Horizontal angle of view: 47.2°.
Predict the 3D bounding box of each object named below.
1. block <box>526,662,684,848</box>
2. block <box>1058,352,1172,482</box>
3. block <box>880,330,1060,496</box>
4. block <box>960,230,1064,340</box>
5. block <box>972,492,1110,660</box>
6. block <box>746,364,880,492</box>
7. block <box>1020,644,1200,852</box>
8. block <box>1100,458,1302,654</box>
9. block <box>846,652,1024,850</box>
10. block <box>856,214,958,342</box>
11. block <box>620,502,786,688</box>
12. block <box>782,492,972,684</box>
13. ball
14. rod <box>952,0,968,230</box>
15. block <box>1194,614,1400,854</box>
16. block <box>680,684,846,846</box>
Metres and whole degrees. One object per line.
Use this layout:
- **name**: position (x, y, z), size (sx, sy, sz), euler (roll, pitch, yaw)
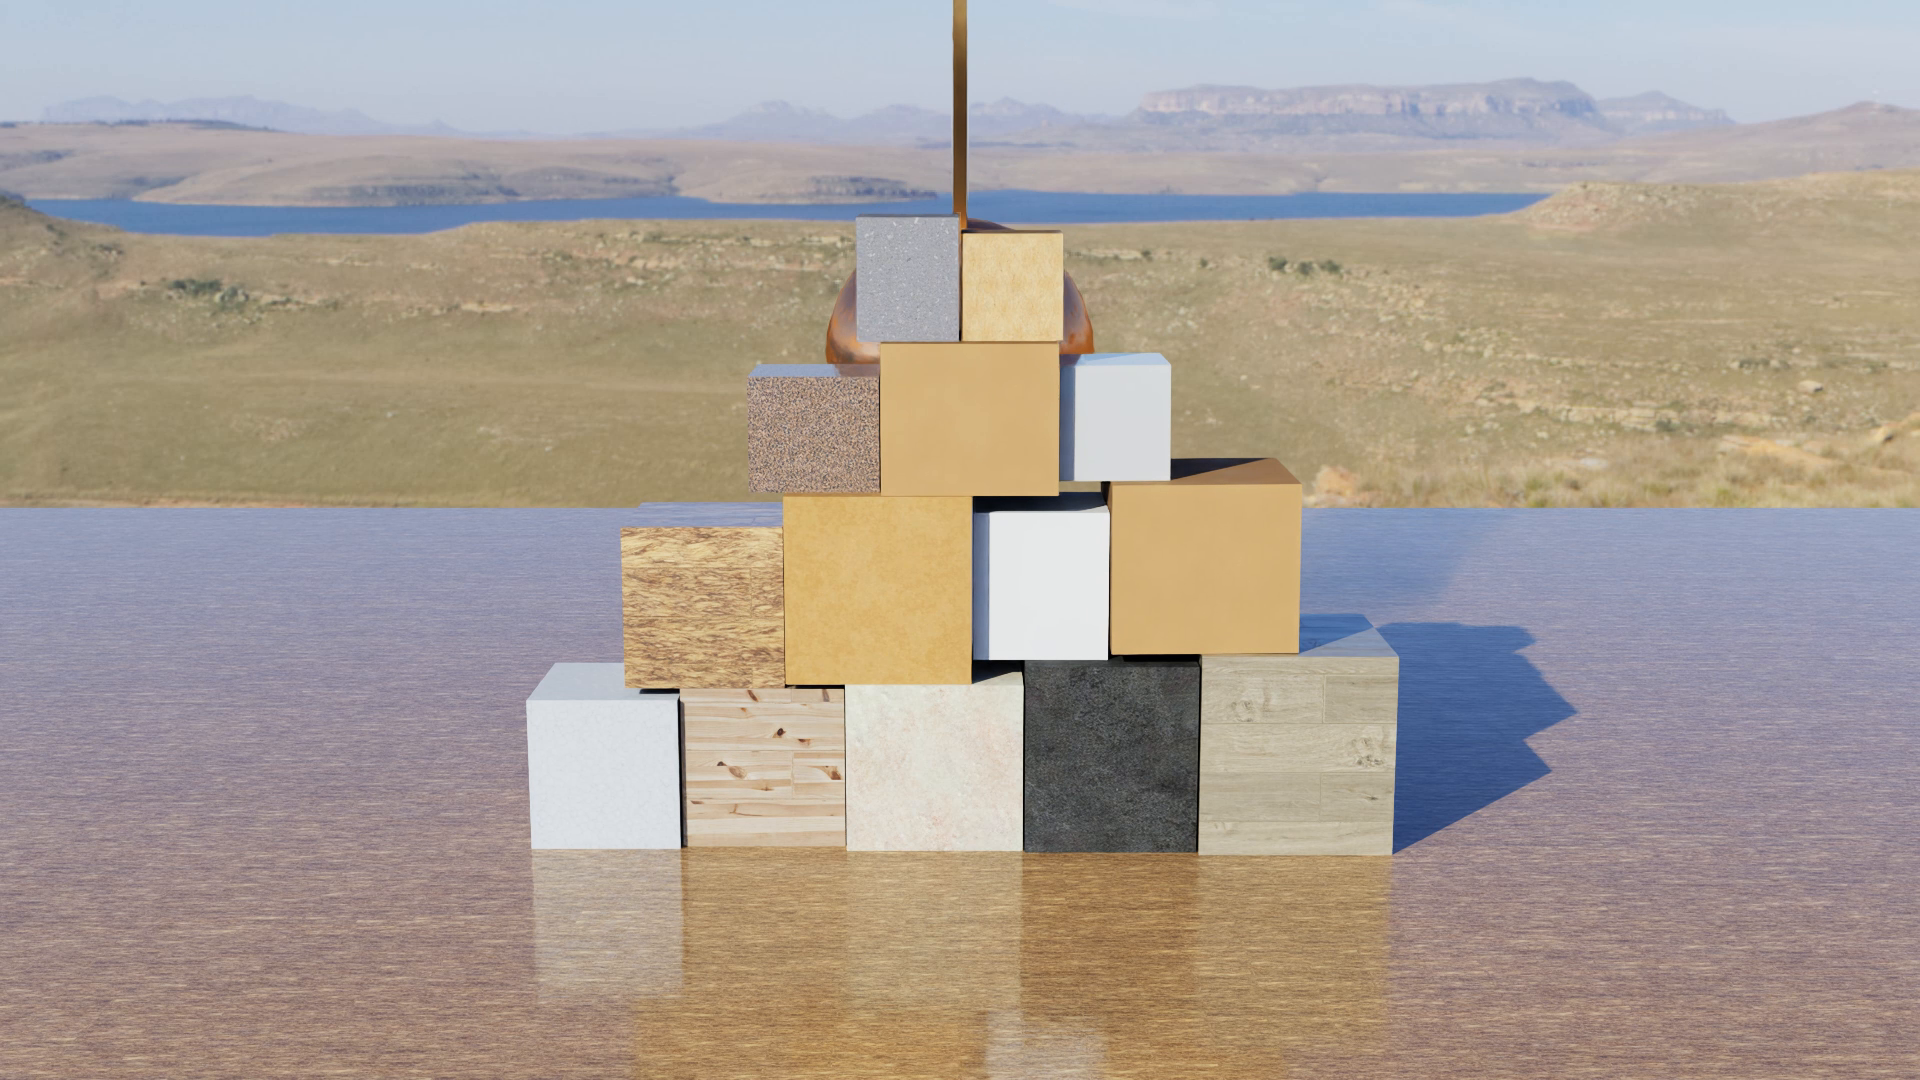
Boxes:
- **block**: position (-1.776, 1.101, 11.363), size (0.747, 0.767, 0.799), euler (0, 10, 0)
- **block**: position (0.758, -0.627, 11.081), size (0.548, 0.570, 0.620), euler (0, 10, 0)
- **block**: position (0.048, -0.651, 11.054), size (0.867, 0.741, 0.785), euler (0, 10, 0)
- **block**: position (0.254, -1.276, 10.968), size (0.499, 0.520, 0.510), euler (0, 10, 0)
- **block**: position (0.402, 0.172, 11.231), size (0.672, 0.742, 0.668), euler (0, 10, 0)
- **block**: position (-0.718, -0.569, 11.080), size (0.644, 0.572, 0.609), euler (0, 10, 0)
- **block**: position (0.750, 1.008, 11.366), size (0.855, 0.951, 0.961), euler (0, 10, 0)
- **block**: position (1.204, 0.065, 11.199), size (0.920, 0.841, 0.906), euler (0, 10, 0)
- **block**: position (-0.127, 1.056, 11.375), size (0.879, 0.852, 0.899), euler (0, 10, 0)
- **block**: position (-0.255, -1.315, 10.959), size (0.498, 0.600, 0.558), euler (0, 10, 0)
- **block**: position (-1.270, 0.270, 11.249), size (0.796, 0.814, 0.757), euler (0, 10, 0)
- **block**: position (-0.403, 0.172, 11.229), size (0.918, 0.940, 0.893), euler (0, 10, 0)
- **ball**: position (0.000, -1.109, 13.087), size (1.600, 1.600, 1.600), euler (0, 10, 0)
- **rod**: position (0.000, -4.038, 11.360), size (0.080, 5.200, 0.080), euler (0, 31, 0)
- **block**: position (1.669, 0.980, 11.345), size (0.962, 1.012, 0.999), euler (0, 10, 0)
- **block**: position (-0.985, 1.076, 11.370), size (0.816, 0.815, 0.740), euler (0, 10, 0)
